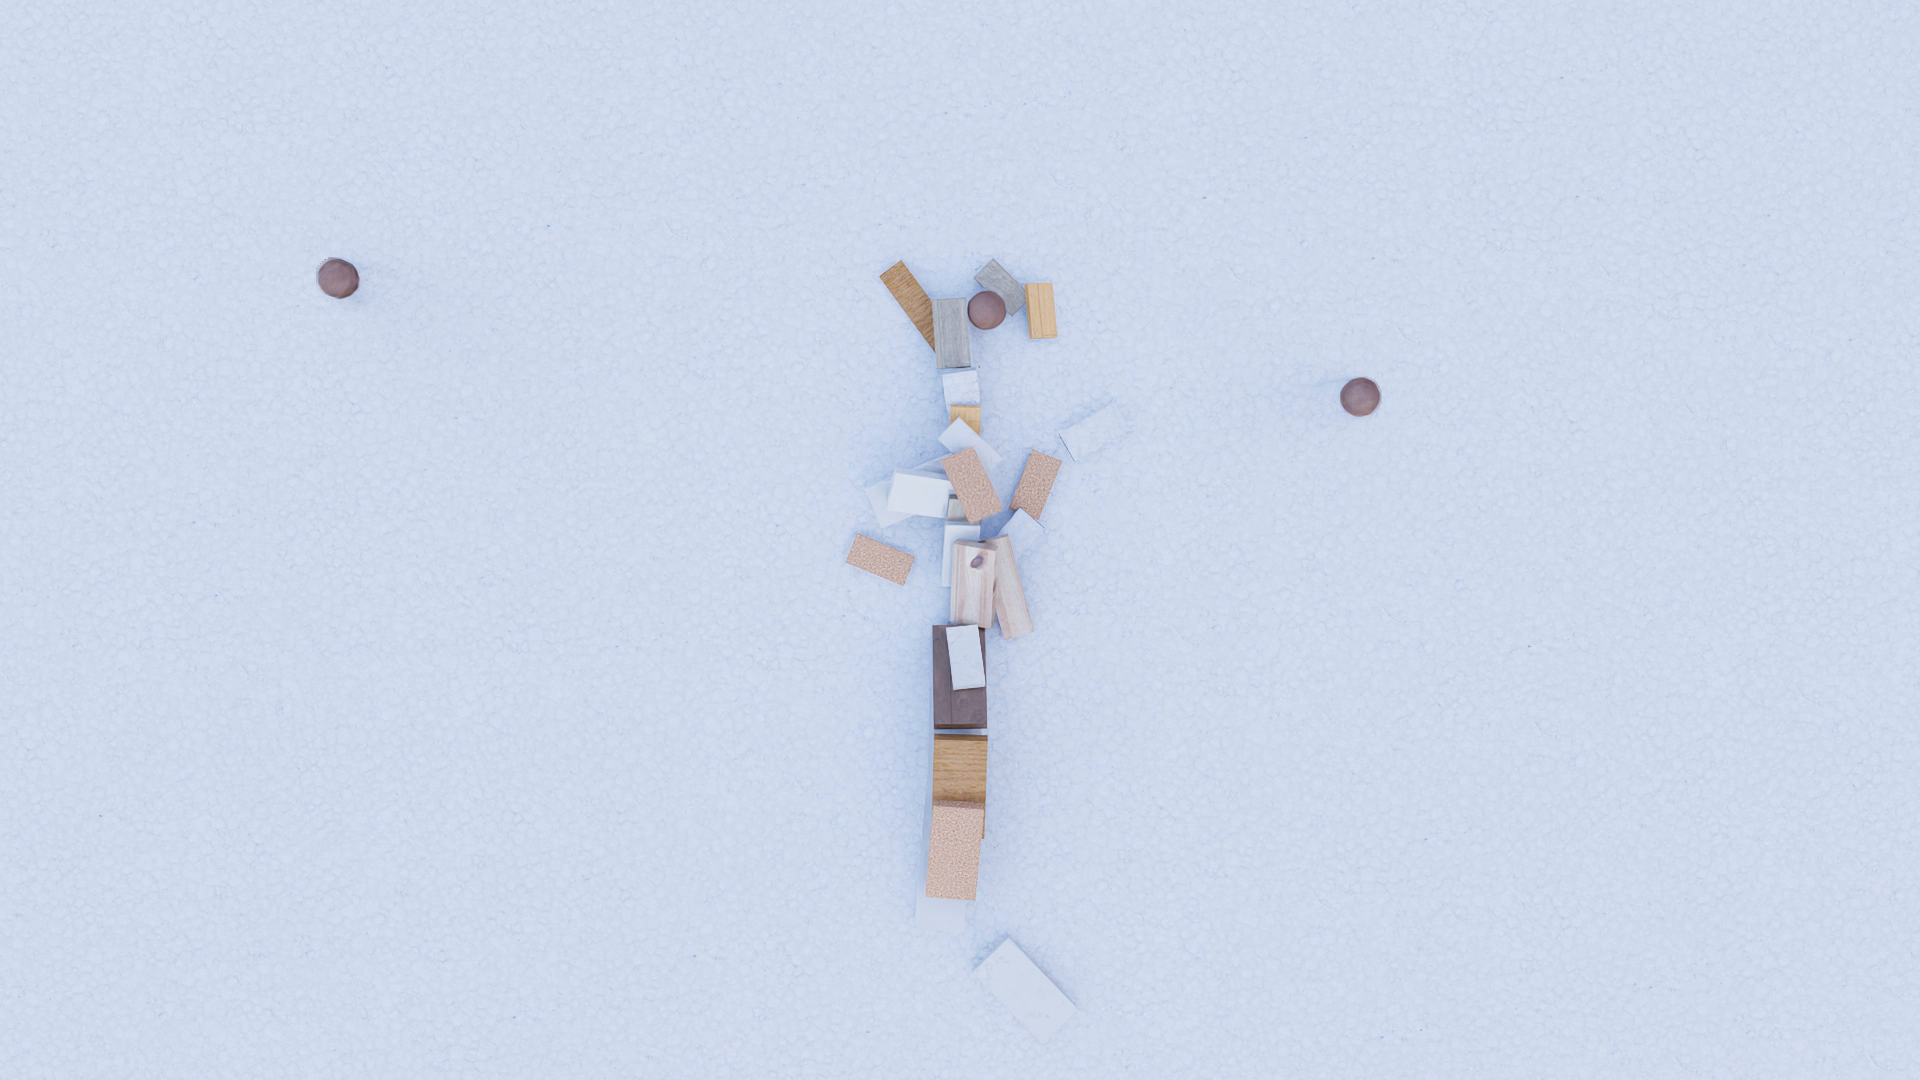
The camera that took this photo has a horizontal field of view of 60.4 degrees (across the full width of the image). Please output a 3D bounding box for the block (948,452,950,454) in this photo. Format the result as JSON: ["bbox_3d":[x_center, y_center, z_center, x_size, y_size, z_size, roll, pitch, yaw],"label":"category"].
[{"bbox_3d":[0.005,-0.216,5.458,0.100,0.028,0.200,7,106,0],"label":"block"}]

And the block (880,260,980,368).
[{"bbox_3d":[-0.101,-0.725,5.487,0.091,0.026,0.441,-36,90,0],"label":"block"}]

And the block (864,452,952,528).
[{"bbox_3d":[-0.140,-0.165,5.442,0.314,0.040,0.142,-21,104,8],"label":"block"}]

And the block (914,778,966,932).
[{"bbox_3d":[-0.039,0.929,5.477,0.165,0.047,0.727,5,90,0],"label":"block"}]

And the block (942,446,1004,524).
[{"bbox_3d":[0.039,-0.177,5.337,0.113,0.032,0.226,-24,85,-16],"label":"block"}]

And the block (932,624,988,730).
[{"bbox_3d":[-0.002,0.446,5.399,0.174,0.049,0.347,-1,63,-1],"label":"block"}]

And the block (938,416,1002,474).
[{"bbox_3d":[0.034,-0.302,5.402,0.200,0.028,0.100,43,103,-10],"label":"block"}]

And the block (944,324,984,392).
[{"bbox_3d":[-0.001,-0.593,5.458,0.113,0.032,0.227,-11,90,0],"label":"block"}]

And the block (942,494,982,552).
[{"bbox_3d":[0.008,-0.043,5.419,0.113,0.032,0.226,3,122,-8],"label":"block"}]

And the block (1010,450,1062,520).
[{"bbox_3d":[0.251,-0.184,5.485,0.106,0.030,0.212,22,90,0],"label":"block"}]

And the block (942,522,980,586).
[{"bbox_3d":[0.002,0.046,5.426,0.113,0.032,0.226,1,117,-7],"label":"block"}]

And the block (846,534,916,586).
[{"bbox_3d":[-0.265,0.065,5.485,0.208,0.029,0.104,22,90,0],"label":"block"}]

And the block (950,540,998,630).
[{"bbox_3d":[0.046,0.145,5.403,0.142,0.040,0.284,10,116,16],"label":"block"}]

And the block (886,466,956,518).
[{"bbox_3d":[-0.086,-0.148,5.386,0.284,0.040,0.142,8,121,-11],"label":"block"}]

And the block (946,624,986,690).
[{"bbox_3d":[0.018,0.382,5.387,0.104,0.029,0.208,-6,64,-4],"label":"block"}]

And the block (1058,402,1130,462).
[{"bbox_3d":[0.447,-0.359,5.485,0.212,0.030,0.106,-30,90,0],"label":"block"}]

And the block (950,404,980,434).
[{"bbox_3d":[0.016,-0.347,5.446,0.100,0.028,0.200,2,114,0],"label":"block"}]

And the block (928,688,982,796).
[{"bbox_3d":[-0.017,0.664,5.429,0.174,0.049,0.347,1,90,0],"label":"block"}]

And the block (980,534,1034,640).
[{"bbox_3d":[0.152,0.155,5.432,0.104,0.029,0.347,-15,108,0],"label":"block"}]

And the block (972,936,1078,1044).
[{"bbox_3d":[0.216,1.491,5.477,0.165,0.047,0.330,-44,90,0],"label":"block"}]

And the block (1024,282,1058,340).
[{"bbox_3d":[0.269,-0.760,5.471,0.091,0.026,0.182,-5,90,-22],"label":"block"}]

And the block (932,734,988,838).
[{"bbox_3d":[-0.002,0.802,5.367,0.174,0.049,0.347,2,107,0],"label":"block"}]

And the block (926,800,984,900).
[{"bbox_3d":[-0.018,1.013,5.382,0.165,0.047,0.330,4,107,-1],"label":"block"}]

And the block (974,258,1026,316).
[{"bbox_3d":[0.142,-0.841,5.487,0.091,0.026,0.182,-45,90,0],"label":"block"}]

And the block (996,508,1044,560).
[{"bbox_3d":[0.161,0.017,5.469,0.106,0.030,0.242,40,98,0],"label":"block"}]

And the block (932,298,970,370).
[{"bbox_3d":[-0.028,-0.679,5.426,0.113,0.032,0.227,-4,90,0],"label":"block"}]

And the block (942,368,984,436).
[{"bbox_3d":[0.009,-0.450,5.437,0.113,0.032,0.227,-8,115,-1],"label":"block"}]
